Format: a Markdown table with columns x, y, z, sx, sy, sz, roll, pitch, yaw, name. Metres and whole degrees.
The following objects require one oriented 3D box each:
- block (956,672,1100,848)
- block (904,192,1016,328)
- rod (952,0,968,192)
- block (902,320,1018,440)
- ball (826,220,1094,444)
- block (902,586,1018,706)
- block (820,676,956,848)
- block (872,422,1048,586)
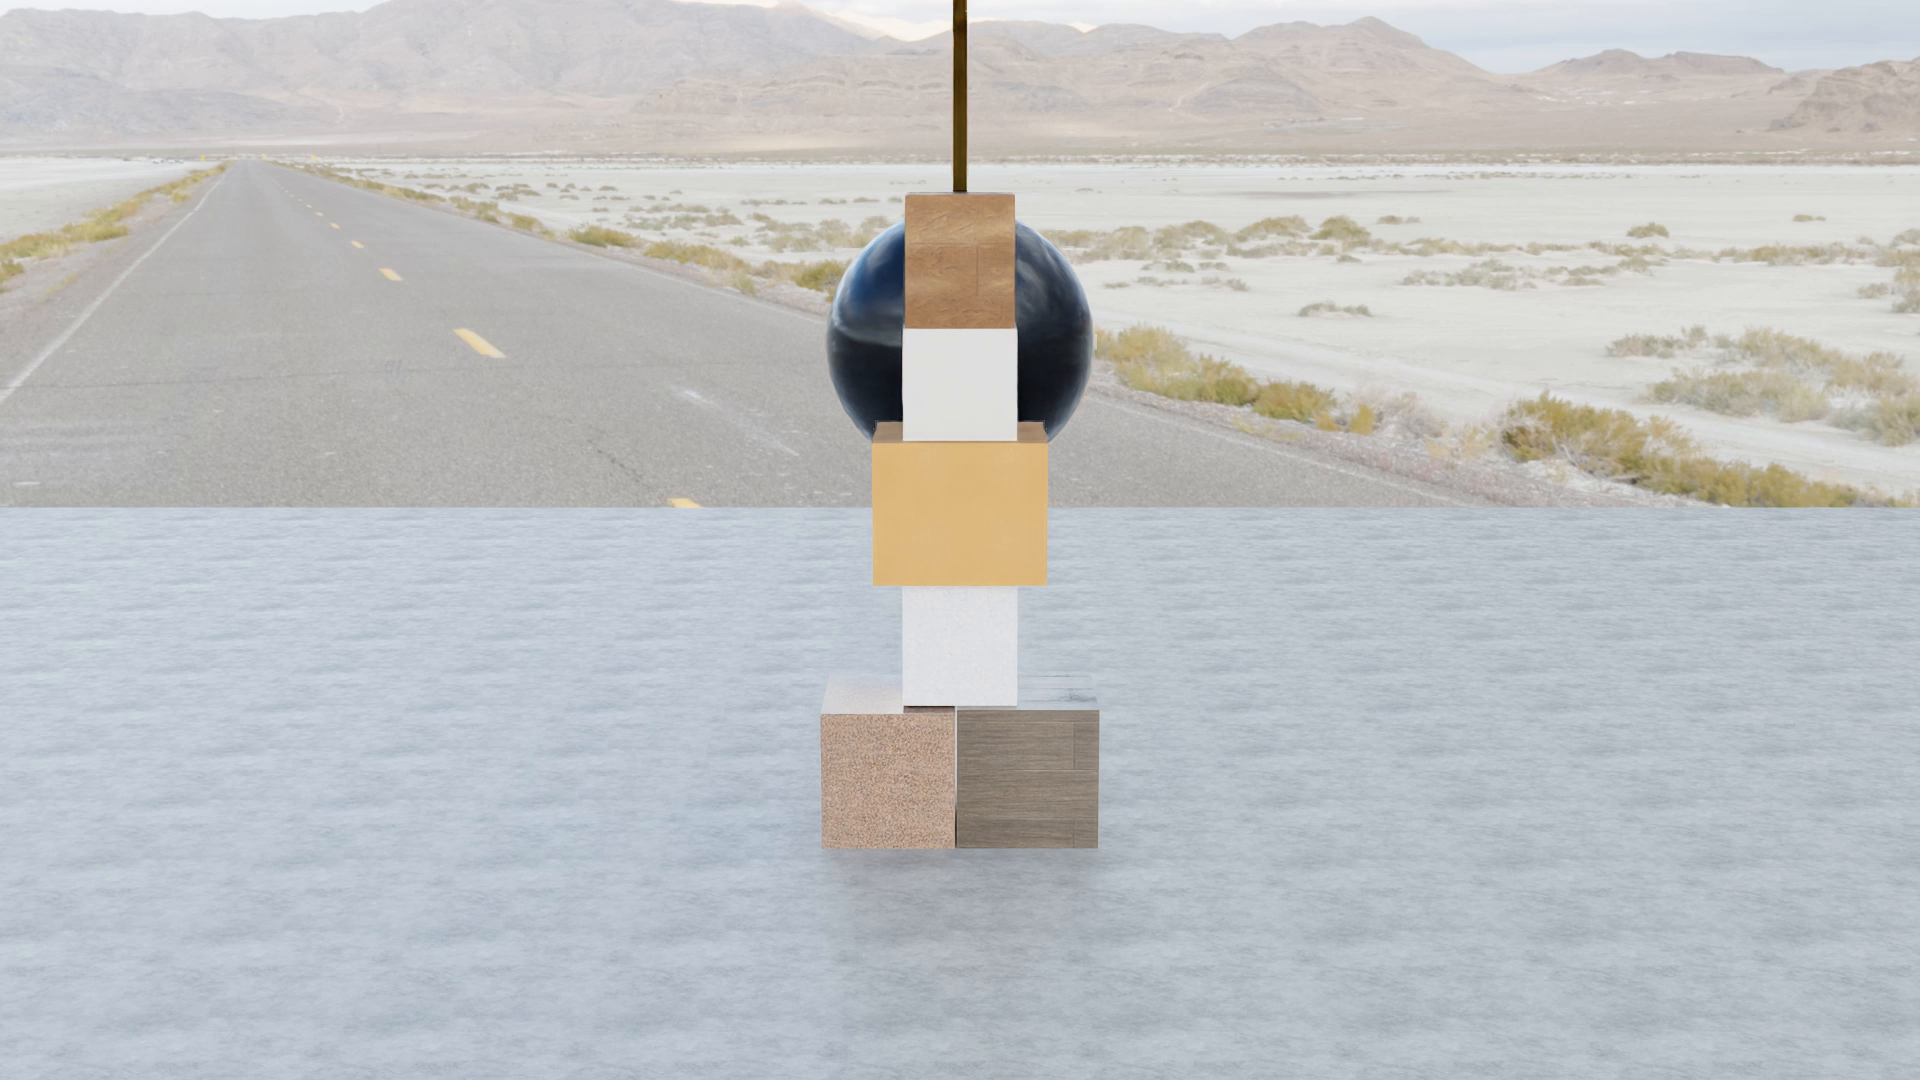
| x | y | z | sx | sy | sz | roll | pitch | yaw | name |
| --- | --- | --- | --- | --- | --- | --- | --- | --- | --- |
| 0.339 | 1.124 | 11.375 | 0.709 | 0.718 | 0.807 | 0 | 10 | 0 | block |
| 0.000 | -1.399 | 10.939 | 0.531 | 0.645 | 0.603 | 0 | 10 | 0 | block |
| 0.000 | -4.102 | 11.348 | 0.080 | 5.200 | 0.080 | 0 | 31 | 0 | rod |
| 0.000 | -0.811 | 11.039 | 0.559 | 0.547 | 0.616 | 0 | 10 | 0 | block |
| 0.000 | -1.173 | 13.075 | 1.600 | 1.600 | 1.600 | 0 | 10 | 0 | ball |
| 0.000 | 0.464 | 11.252 | 0.571 | 0.625 | 0.626 | 0 | 10 | 0 | block |
| -0.359 | 1.135 | 11.373 | 0.668 | 0.699 | 0.804 | 0 | 10 | 0 | block |
| 0.000 | -0.195 | 11.155 | 0.856 | 0.706 | 0.812 | 0 | 10 | 0 | block |
